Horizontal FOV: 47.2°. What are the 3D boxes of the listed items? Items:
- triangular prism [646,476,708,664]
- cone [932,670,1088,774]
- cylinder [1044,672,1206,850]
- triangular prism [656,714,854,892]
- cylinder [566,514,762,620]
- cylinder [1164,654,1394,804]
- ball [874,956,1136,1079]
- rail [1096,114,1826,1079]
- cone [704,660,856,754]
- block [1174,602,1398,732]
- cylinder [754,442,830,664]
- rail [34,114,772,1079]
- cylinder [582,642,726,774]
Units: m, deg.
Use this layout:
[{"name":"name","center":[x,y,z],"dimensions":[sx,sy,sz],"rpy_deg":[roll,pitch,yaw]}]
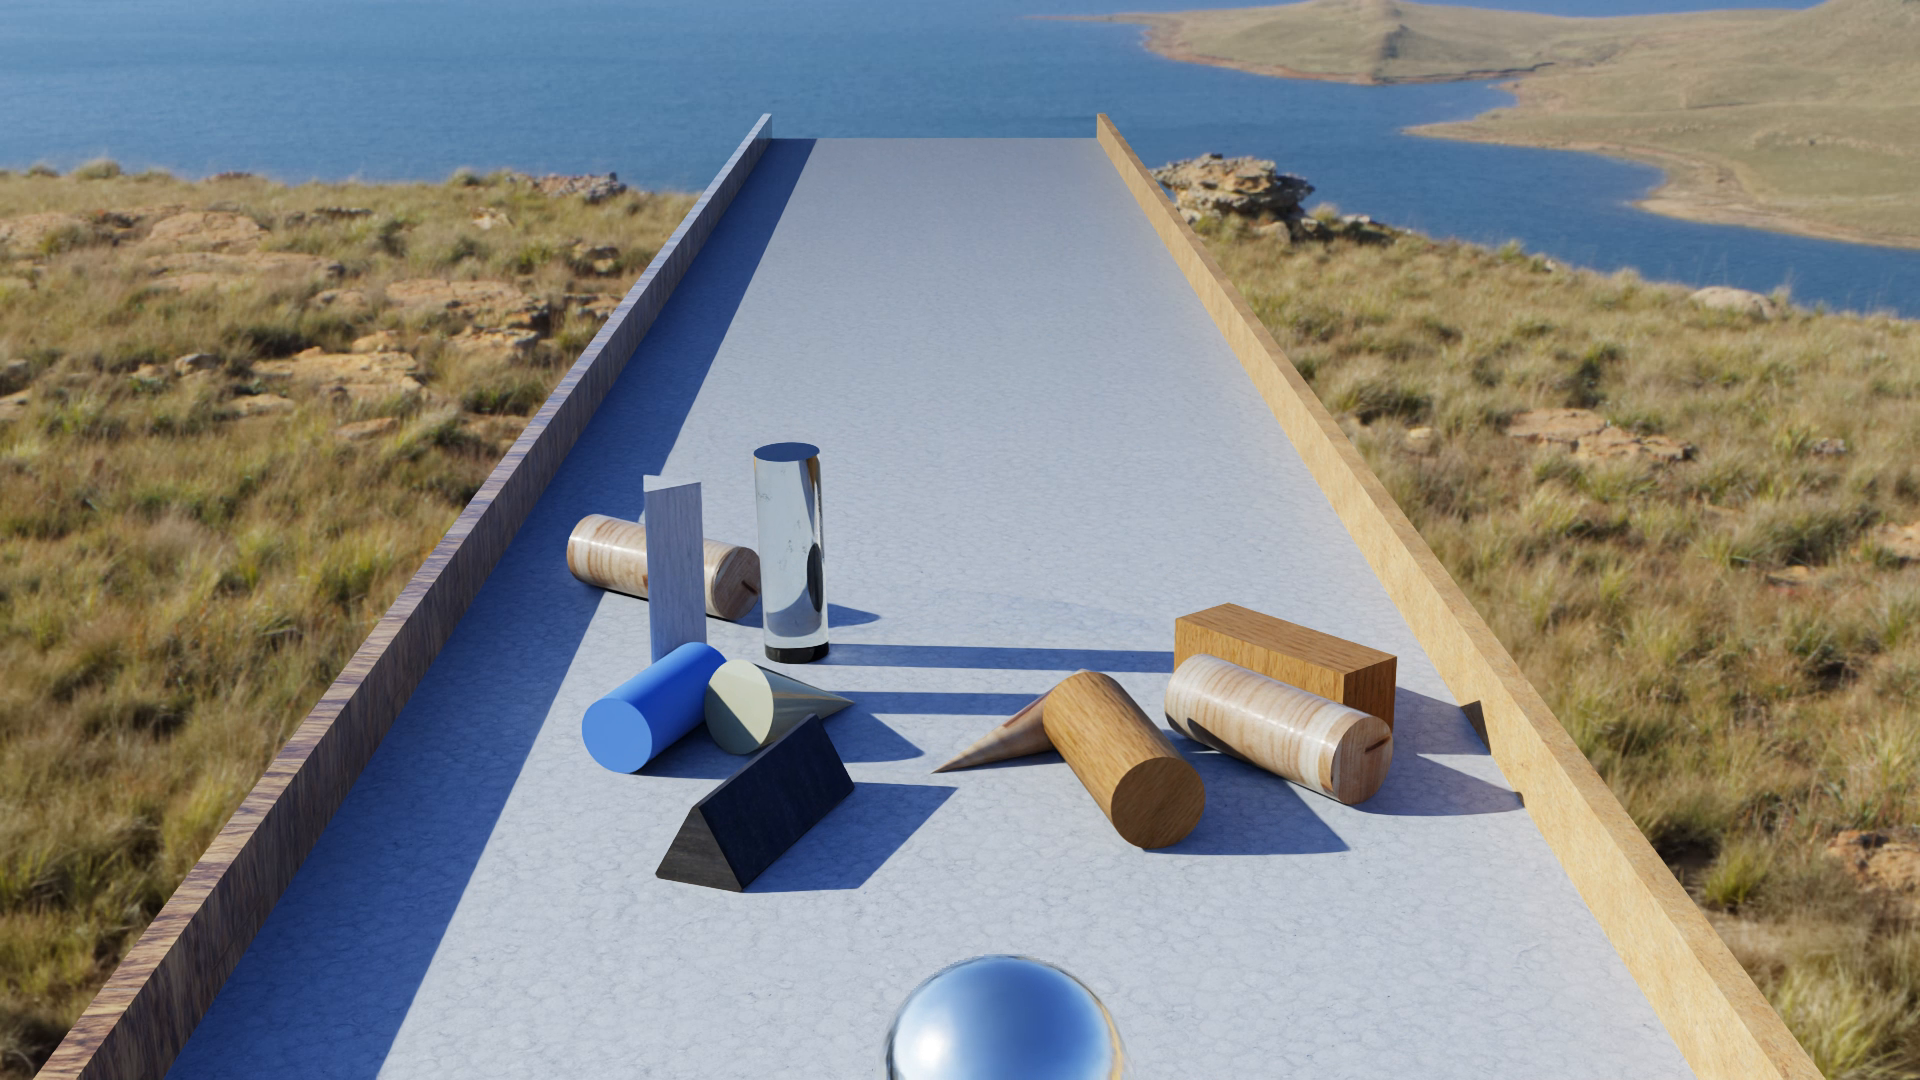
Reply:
[{"name":"triangular prism","center":[-0.560,0.094,4.160],"dimensions":[0.120,0.427,0.104],"rpy_deg":[-13,21,-36]},{"name":"cone","center":[0.095,0.354,3.920],"dimensions":[0.348,0.136,0.136],"rpy_deg":[-21,24,-24]},{"name":"cylinder","center":[0.271,0.366,3.718],"dimensions":[0.160,0.160,0.409],"rpy_deg":[-4,17,-13]},{"name":"triangular prism","center":[-0.329,0.415,3.593],"dimensions":[0.149,0.129,0.430],"rpy_deg":[6,18,20]},{"name":"cylinder","center":[-0.642,0.055,4.766],"dimensions":[0.434,0.157,0.157],"rpy_deg":[12,20,35]},{"name":"cylinder","center":[0.554,0.327,3.856],"dimensions":[0.156,0.156,0.403],"rpy_deg":[-13,21,-36]},{"name":"ball","center":[0.052,0.637,2.552],"dimensions":[0.305,0.305,0.305],"rpy_deg":[0,17,0]},{"name":"rail","center":[0.932,-0.844,7.801],"dimensions":[0.050,0.150,12.000],"rpy_deg":[0,17,-1]},{"name":"cone","center":[-0.297,0.304,4.060],"dimensions":[0.170,0.170,0.322],"rpy_deg":[13,6,38]},{"name":"block","center":[0.603,0.252,4.118],"dimensions":[0.149,0.149,0.413],"rpy_deg":[-14,21,-39]},{"name":"cylinder","center":[-0.335,0.027,4.382],"dimensions":[0.130,0.423,0.130],"rpy_deg":[-1,20,0]},{"name":"rail","center":[-1.118,-0.838,7.780],"dimensions":[0.050,0.150,12.000],"rpy_deg":[0,17,-1]},{"name":"cylinder","center":[-0.542,0.299,3.976],"dimensions":[0.140,0.140,0.316],"rpy_deg":[6,18,20]}]
